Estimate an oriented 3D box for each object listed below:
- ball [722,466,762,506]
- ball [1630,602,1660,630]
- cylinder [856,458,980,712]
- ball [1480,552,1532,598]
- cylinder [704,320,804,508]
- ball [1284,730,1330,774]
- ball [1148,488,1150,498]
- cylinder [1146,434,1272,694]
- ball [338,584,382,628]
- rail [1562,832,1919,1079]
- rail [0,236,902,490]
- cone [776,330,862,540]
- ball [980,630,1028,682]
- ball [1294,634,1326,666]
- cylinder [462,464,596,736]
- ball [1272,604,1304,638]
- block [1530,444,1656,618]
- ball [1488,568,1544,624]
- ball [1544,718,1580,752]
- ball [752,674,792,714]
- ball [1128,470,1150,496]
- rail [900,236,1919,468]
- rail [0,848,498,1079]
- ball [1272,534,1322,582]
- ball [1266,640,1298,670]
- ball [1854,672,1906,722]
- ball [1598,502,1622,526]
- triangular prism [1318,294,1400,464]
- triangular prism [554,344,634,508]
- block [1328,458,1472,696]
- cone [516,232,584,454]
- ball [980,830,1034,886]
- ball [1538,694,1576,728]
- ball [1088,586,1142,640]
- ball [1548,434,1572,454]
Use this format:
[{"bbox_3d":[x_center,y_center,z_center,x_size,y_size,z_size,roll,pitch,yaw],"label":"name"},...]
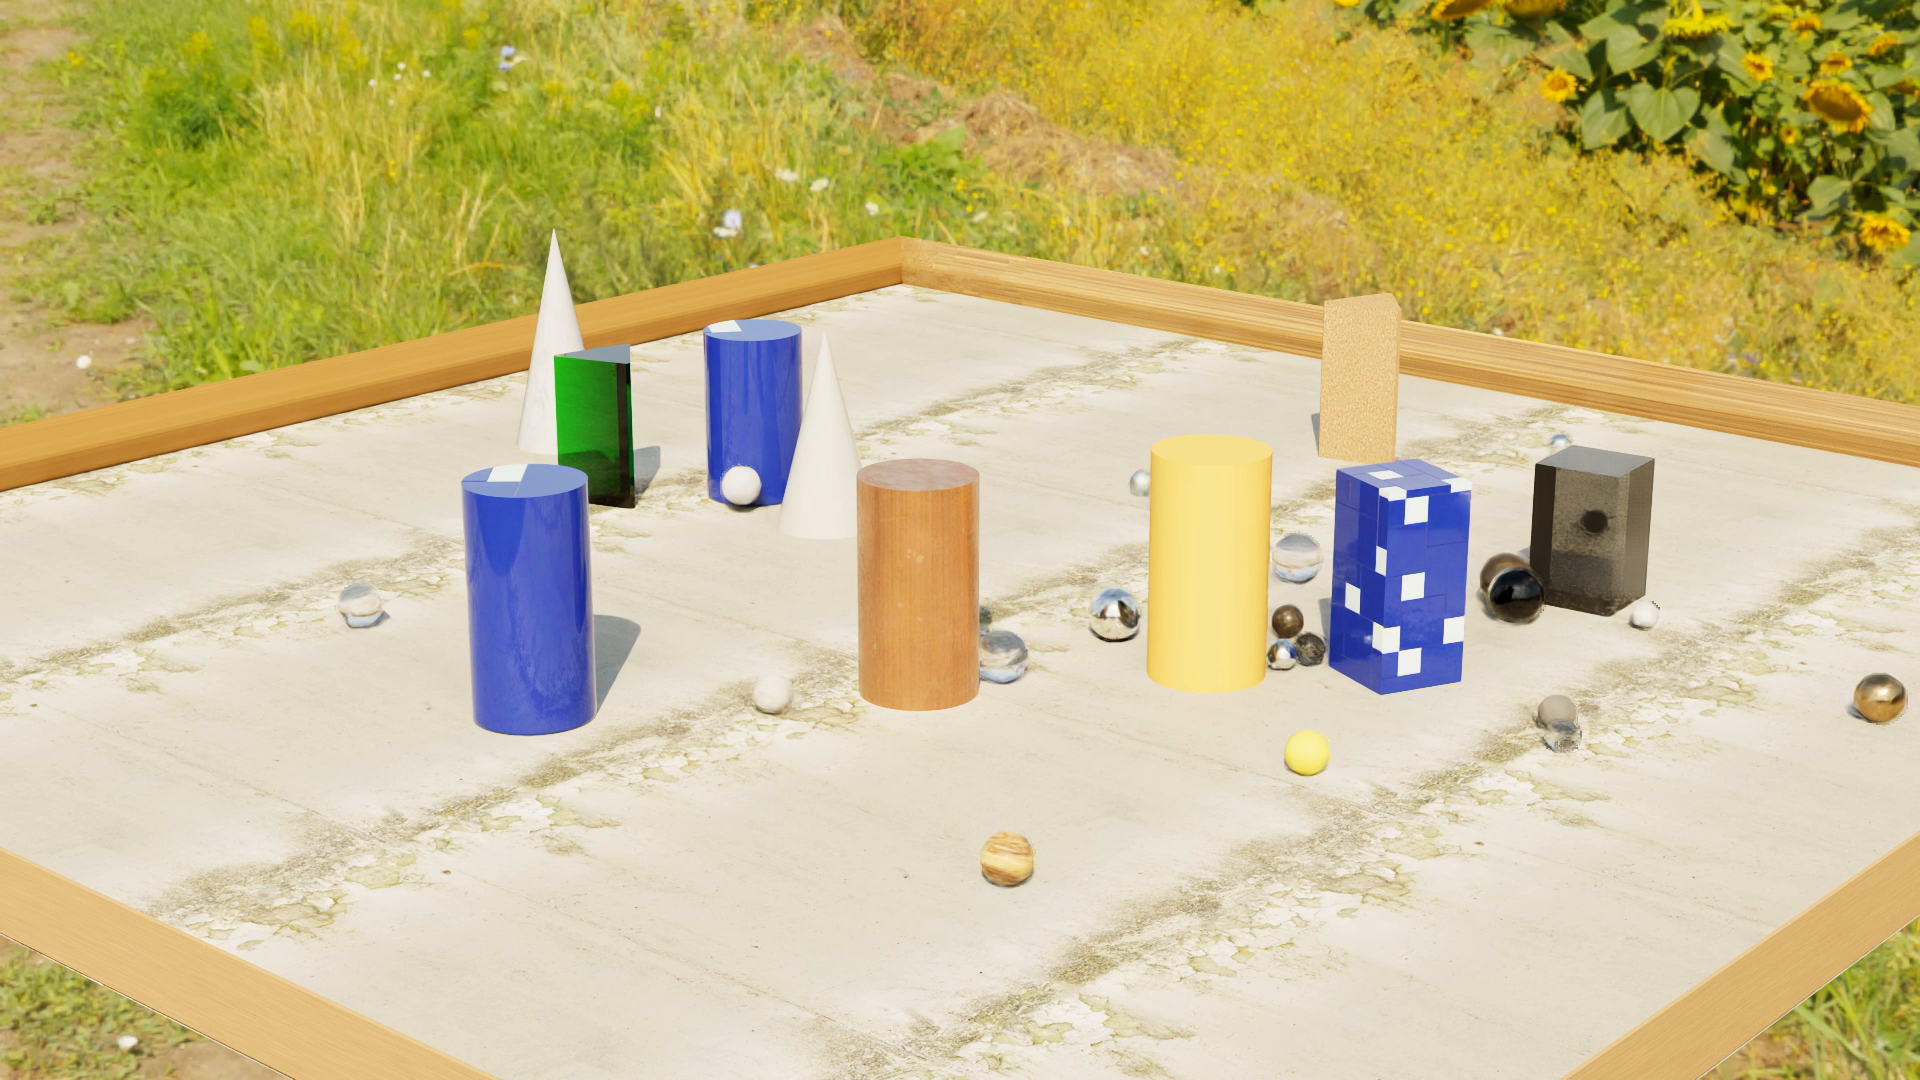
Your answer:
[{"bbox_3d":[-0.418,-0.104,5.601,0.076,0.076,0.076,0,17,0],"label":"ball"},{"bbox_3d":[1.154,0.127,4.939,0.047,0.047,0.047,0,17,0],"label":"ball"},{"bbox_3d":[-0.065,0.068,4.600,0.191,0.356,0.191,0,17,0],"label":"cylinder"},{"bbox_3d":[0.943,0.068,5.056,0.093,0.093,0.093,0,17,0],"label":"ball"},{"bbox_3d":[-0.399,-0.248,5.696,0.191,0.328,0.191,0,17,0],"label":"cylinder"},{"bbox_3d":[0.509,0.311,4.297,0.066,0.066,0.066,0,17,0],"label":"ball"},{"bbox_3d":[0.386,-0.092,5.663,0.048,0.048,0.048,0,17,0],"label":"ball"},{"bbox_3d":[0.397,0.036,4.677,0.191,0.373,0.191,0,17,0],"label":"cylinder"},{"bbox_3d":[-1.011,0.111,4.947,0.072,0.072,0.072,0,17,0],"label":"ball"},{"bbox_3d":[1.376,0.377,3.976,0.045,0.124,3.784,14,22,39],"label":"rail"},{"bbox_3d":[-1.376,-0.314,6.265,0.045,0.124,3.784,14,22,39],"label":"rail"},{"bbox_3d":[-0.251,-0.210,5.482,0.191,0.379,0.191,0,17,0],"label":"cone"},{"bbox_3d":[0.067,0.186,4.682,0.084,0.084,0.084,0,17,0],"label":"ball"},{"bbox_3d":[0.568,0.178,4.764,0.052,0.052,0.052,0,17,0],"label":"ball"},{"bbox_3d":[-0.658,0.090,4.489,0.191,0.378,0.191,0,17,0],"label":"cylinder"},{"bbox_3d":[0.548,0.136,4.897,0.055,0.055,0.055,0,17,0],"label":"ball"},{"bbox_3d":[1.091,-0.017,5.071,0.153,0.248,0.153,12,20,34],"label":"block"},{"bbox_3d":[0.942,0.094,4.966,0.096,0.096,0.096,0,17,0],"label":"ball"},{"bbox_3d":[0.901,0.292,4.387,0.050,0.050,0.050,0,17,0],"label":"ball"},{"bbox_3d":[-0.291,0.239,4.545,0.062,0.062,0.062,0,17,0],"label":"ball"},{"bbox_3d":[0.355,-0.111,5.720,0.051,0.051,0.051,0,17,0],"label":"ball"},{"bbox_3d":[1.225,-0.377,6.471,3.693,0.124,0.045,14,22,39],"label":"rail"},{"bbox_3d":[-1.225,0.439,3.770,3.693,0.124,0.045,14,22,39],"label":"rail"},{"bbox_3d":[0.595,0.032,5.188,0.086,0.086,0.086,0,17,0],"label":"ball"},{"bbox_3d":[0.521,0.185,4.742,0.050,0.050,0.050,0,17,0],"label":"ball"},{"bbox_3d":[1.414,0.242,4.507,0.077,0.077,0.077,0,17,0],"label":"ball"},{"bbox_3d":[1.225,-0.050,5.529,0.045,0.045,0.045,0,17,0],"label":"ball"},{"bbox_3d":[0.841,-0.332,5.982,0.166,0.324,0.143,10,19,29],"label":"triangular prism"},{"bbox_3d":[-0.676,-0.226,5.693,0.166,0.287,0.143,7,18,22],"label":"triangular prism"},{"bbox_3d":[0.701,0.057,4.678,0.153,0.332,0.153,-8,18,-24],"label":"block"},{"bbox_3d":[-0.829,-0.420,6.048,0.191,0.454,0.191,0,17,0],"label":"cone"},{"bbox_3d":[0.063,0.424,3.911,0.073,0.073,0.073,0,17,0],"label":"ball"},{"bbox_3d":[0.911,0.263,4.469,0.058,0.058,0.058,0,17,0],"label":"ball"},{"bbox_3d":[0.258,0.122,4.883,0.089,0.089,0.089,0,17,0],"label":"ball"},{"bbox_3d":[1.226,-0.194,5.998,0.050,0.050,0.050,0,17,0],"label":"ball"}]
